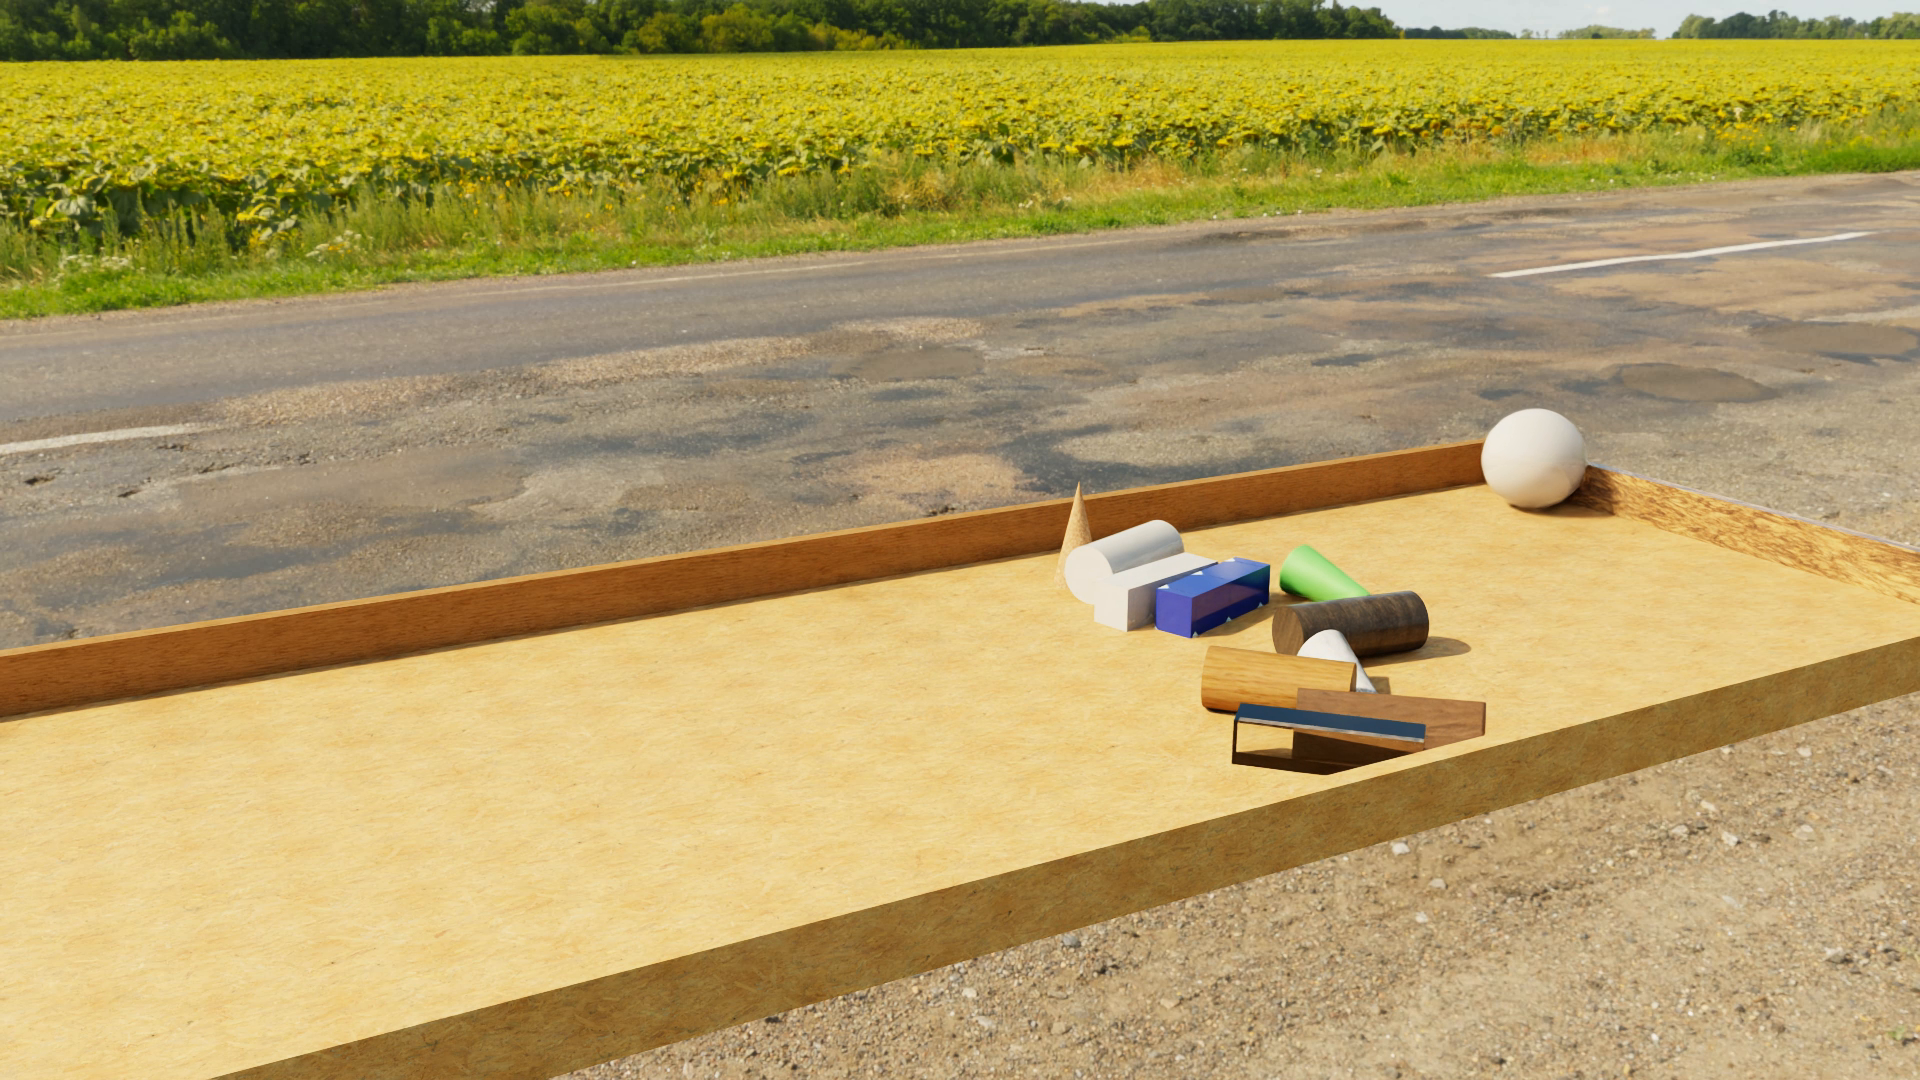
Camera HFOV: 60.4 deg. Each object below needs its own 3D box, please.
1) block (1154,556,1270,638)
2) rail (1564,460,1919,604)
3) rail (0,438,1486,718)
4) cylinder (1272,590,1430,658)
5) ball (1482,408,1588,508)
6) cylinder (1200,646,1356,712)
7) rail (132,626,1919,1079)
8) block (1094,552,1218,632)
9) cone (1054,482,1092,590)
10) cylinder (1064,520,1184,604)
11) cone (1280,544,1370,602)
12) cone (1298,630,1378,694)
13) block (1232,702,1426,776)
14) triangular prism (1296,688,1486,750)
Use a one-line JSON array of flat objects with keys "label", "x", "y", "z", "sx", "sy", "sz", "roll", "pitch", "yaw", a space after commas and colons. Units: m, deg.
[{"label": "block", "x": 0.711, "y": 0.157, "z": 4.614, "sx": 0.116, "sy": 0.116, "sz": 0.400, "roll": 14, "pitch": 21, "yaw": 39}, {"label": "rail", "x": 2.466, "y": -0.048, "z": 5.253, "sx": 0.050, "sy": 0.150, "sz": 2.100, "roll": -9, "pitch": 18, "yaw": -27}, {"label": "rail", "x": -3.305, "y": 0.497, "z": 3.399, "sx": 12.000, "sy": 0.150, "sz": 0.050, "roll": -9, "pitch": 18, "yaw": -27}, {"label": "cylinder", "x": 1.016, "y": 0.229, "z": 4.295, "sx": 0.373, "sy": 0.157, "sz": 0.157, "roll": -6, "pitch": 17, "yaw": -19}, {"label": "ball", "x": 1.982, "y": -0.280, "z": 5.695, "sx": 0.346, "sy": 0.346, "sz": 0.346, "roll": 0, "pitch": 16, "yaw": 0}, {"label": "cylinder", "x": 0.757, "y": 0.345, "z": 3.915, "sx": 0.342, "sy": 0.150, "sz": 0.150, "roll": 6, "pitch": 17, "yaw": 19}, {"label": "rail", "x": -2.336, "y": 1.006, "z": 1.665, "sx": 12.000, "sy": 0.150, "sz": 0.050, "roll": -9, "pitch": 18, "yaw": -27}, {"label": "block", "x": 0.556, "y": 0.143, "z": 4.653, "sx": 0.388, "sy": 0.121, "sz": 0.121, "roll": -15, "pitch": 22, "yaw": -41}, {"label": "cone", "x": 0.349, "y": -0.023, "z": 4.873, "sx": 0.143, "sy": 0.316, "sz": 0.143, "roll": 0, "pitch": 16, "yaw": 0}, {"label": "cylinder", "x": 0.486, "y": 0.062, "z": 4.840, "sx": 0.172, "sy": 0.172, "sz": 0.364, "roll": 14, "pitch": 21, "yaw": 39}, {"label": "cone", "x": 1.115, "y": 0.163, "z": 4.667, "sx": 0.152, "sy": 0.152, "sz": 0.418, "roll": -14, "pitch": 32, "yaw": -40}, {"label": "cone", "x": 0.963, "y": 0.364, "z": 3.987, "sx": 0.150, "sy": 0.150, "sz": 0.321, "roll": -7, "pitch": 31, "yaw": -22}, {"label": "block", "x": 0.812, "y": 0.450, "z": 3.636, "sx": 0.405, "sy": 0.105, "sz": 0.105, "roll": 5, "pitch": 17, "yaw": 17}, {"label": "triangular prism", "x": 0.970, "y": 0.409, "z": 3.730, "sx": 0.412, "sy": 0.125, "sz": 0.144, "roll": 4, "pitch": 17, "yaw": 12}]
